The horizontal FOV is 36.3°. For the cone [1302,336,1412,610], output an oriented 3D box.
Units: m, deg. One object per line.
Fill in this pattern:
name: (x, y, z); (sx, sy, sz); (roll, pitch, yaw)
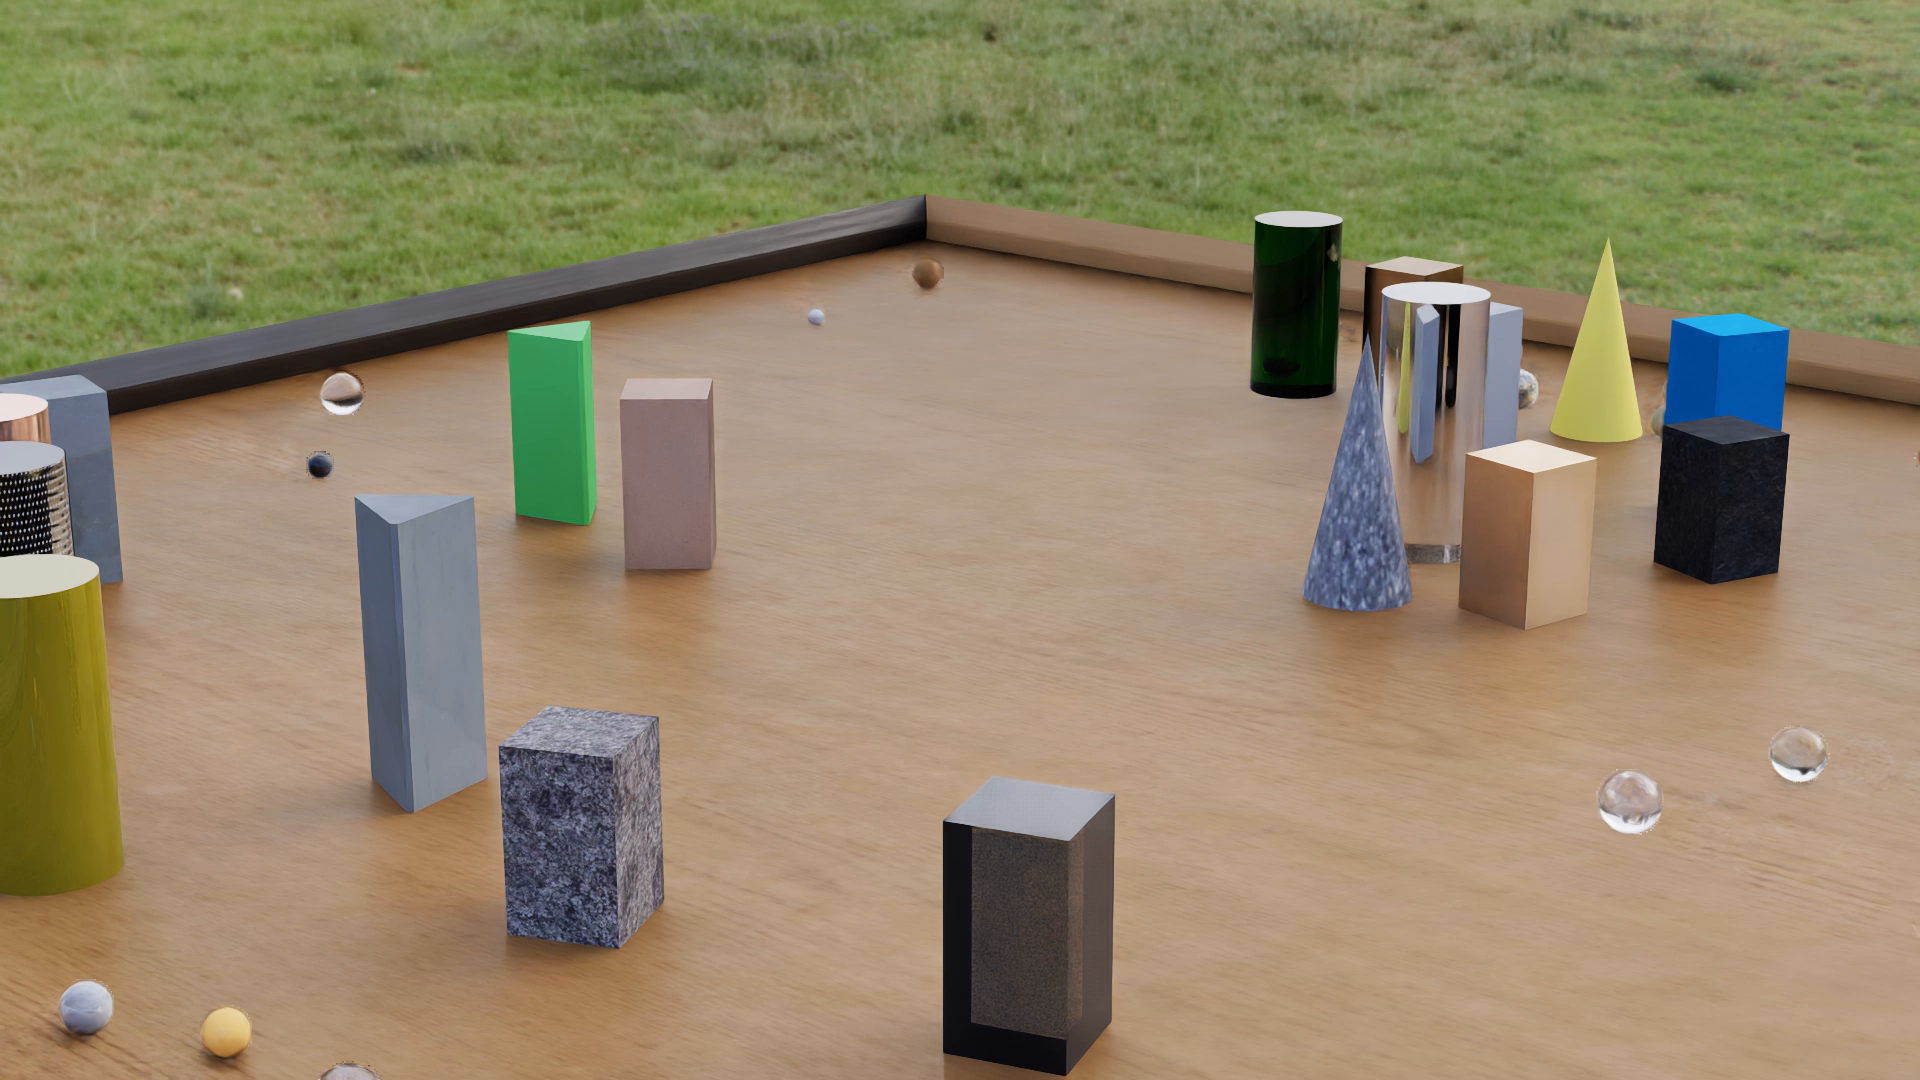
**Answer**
cone: (0.695, -0.130, 5.066); (0.193, 0.469, 0.193); (0, 17, 0)

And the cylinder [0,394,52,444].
cylinder: (-1.506, 0.018, 4.585); (0.193, 0.462, 0.193); (0, 17, 0)

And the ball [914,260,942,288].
ball: (-0.085, -0.691, 7.605); (0.075, 0.075, 0.075); (0, 17, 0)

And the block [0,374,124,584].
block: (-1.593, -0.100, 5.179); (0.155, 0.345, 0.155); (-11, 20, -31)

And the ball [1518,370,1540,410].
ball: (1.216, -0.327, 6.379); (0.087, 0.087, 0.087); (0, 17, 0)

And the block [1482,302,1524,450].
block: (1.047, -0.339, 6.066); (0.155, 0.290, 0.155); (-14, 22, -39)

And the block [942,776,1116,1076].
block: (0.081, 0.451, 3.444); (0.155, 0.293, 0.155); (7, 18, 22)

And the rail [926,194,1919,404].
rail: (1.555, -0.486, 6.835); (4.416, 0.125, 0.045); (14, 22, 39)

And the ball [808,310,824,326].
ball: (-0.351, -0.545, 7.183); (0.040, 0.040, 0.040); (0, 17, 0)

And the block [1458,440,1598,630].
block: (0.968, -0.011, 5.006); (0.155, 0.275, 0.155); (-12, 21, -35)

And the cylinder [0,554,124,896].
cylinder: (-1.232, 0.245, 3.914); (0.193, 0.414, 0.193); (0, 17, 0)

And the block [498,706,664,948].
block: (-0.485, 0.368, 3.779); (0.155, 0.259, 0.155); (5, 17, 15)

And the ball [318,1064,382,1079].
ball: (-0.673, 0.623, 3.225); (0.091, 0.091, 0.091); (0, 17, 0)

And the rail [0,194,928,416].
rail: (-1.649, -0.382, 6.491); (0.045, 0.125, 4.792); (14, 22, 39)

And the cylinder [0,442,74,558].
cylinder: (-1.392, 0.104, 4.295); (0.193, 0.464, 0.193); (0, 17, 0)

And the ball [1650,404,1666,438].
ball: (1.483, -0.246, 6.133); (0.075, 0.075, 0.075); (0, 17, 0)

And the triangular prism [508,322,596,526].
triangular prism: (-0.743, -0.229, 5.586); (0.167, 0.357, 0.145); (9, 19, 27)

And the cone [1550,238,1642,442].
cone: (1.348, -0.432, 6.154); (0.193, 0.417, 0.193); (0, 17, 0)

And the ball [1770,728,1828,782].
ball: (1.223, 0.313, 4.272); (0.079, 0.079, 0.079); (0, 17, 0)

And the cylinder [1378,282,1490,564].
cylinder: (0.854, -0.214, 5.327); (0.193, 0.478, 0.193); (0, 17, 0)

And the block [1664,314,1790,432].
block: (1.454, -0.233, 5.587); (0.155, 0.364, 0.155); (-6, 18, -20)

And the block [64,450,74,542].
block: (-1.608, 0.000, 4.946); (0.155, 0.288, 0.155); (5, 17, 16)

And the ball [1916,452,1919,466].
ball: (1.953, -0.164, 5.905); (0.048, 0.048, 0.048); (0, 17, 0)

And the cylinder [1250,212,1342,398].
cylinder: (0.746, -0.524, 6.516); (0.193, 0.384, 0.193); (0, 17, 0)

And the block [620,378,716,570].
block: (-0.526, -0.121, 5.301); (0.155, 0.314, 0.155); (0, 17, -1)

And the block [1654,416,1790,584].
block: (1.361, -0.074, 5.247); (0.155, 0.256, 0.155); (-9, 19, -26)

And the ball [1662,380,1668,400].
ball: (1.567, -0.324, 6.410); (0.064, 0.064, 0.064); (0, 17, 0)

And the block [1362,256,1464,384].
block: (1.001, -0.467, 6.496); (0.155, 0.286, 0.155); (15, 22, 40)

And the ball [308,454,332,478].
ball: (-1.276, -0.148, 5.849); (0.050, 0.050, 0.050); (0, 17, 0)

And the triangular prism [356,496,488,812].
triangular prism: (-0.798, 0.151, 4.204); (0.145, 0.427, 0.167); (10, 19, 30)

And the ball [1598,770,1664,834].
ball: (0.934, 0.365, 4.083); (0.088, 0.088, 0.088); (0, 17, 0)

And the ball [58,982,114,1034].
ball: (-1.041, 0.557, 3.492); (0.062, 0.062, 0.062); (0, 17, 0)

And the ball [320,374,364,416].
ball: (-1.334, -0.314, 6.330); (0.091, 0.091, 0.091); (0, 17, 0)

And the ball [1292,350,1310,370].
ball: (0.785, -0.414, 6.743); (0.043, 0.043, 0.043); (0, 17, 0)

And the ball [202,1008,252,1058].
ball: (-0.860, 0.577, 3.435); (0.057, 0.057, 0.057); (0, 17, 0)
